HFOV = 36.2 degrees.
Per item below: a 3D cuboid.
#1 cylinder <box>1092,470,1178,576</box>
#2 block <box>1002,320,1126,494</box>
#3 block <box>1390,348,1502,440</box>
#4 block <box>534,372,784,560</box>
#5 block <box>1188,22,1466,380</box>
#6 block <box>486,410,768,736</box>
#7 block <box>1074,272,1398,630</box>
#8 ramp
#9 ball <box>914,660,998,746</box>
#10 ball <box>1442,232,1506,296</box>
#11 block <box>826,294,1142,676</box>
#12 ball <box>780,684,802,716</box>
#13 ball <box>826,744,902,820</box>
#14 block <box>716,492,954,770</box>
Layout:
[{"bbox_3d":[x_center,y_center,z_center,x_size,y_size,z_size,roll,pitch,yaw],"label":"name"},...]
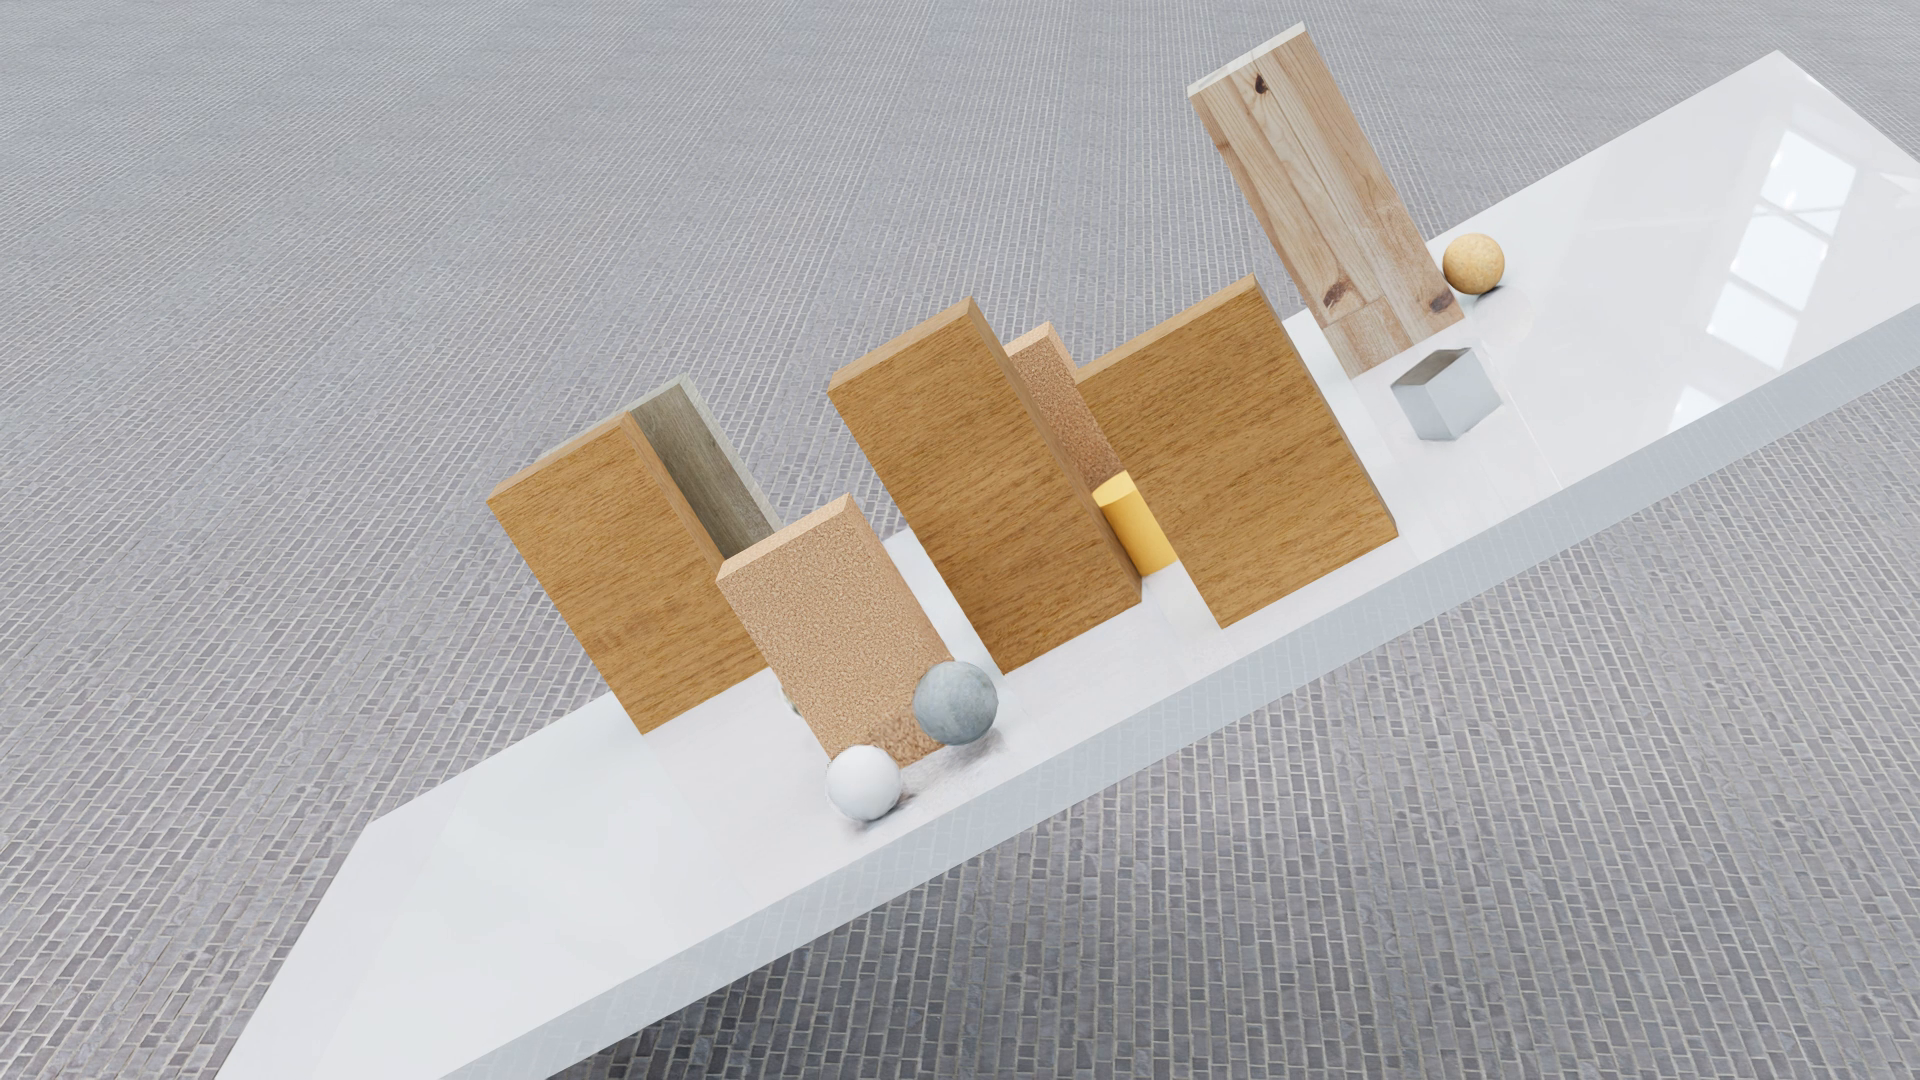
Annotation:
[{"bbox_3d":[0.369,-0.041,5.967,0.171,0.171,0.171,-29,15,8],"label":"cylinder"},{"bbox_3d":[0.150,-0.152,6.149,0.363,0.486,0.120,-29,15,12],"label":"block"},{"bbox_3d":[0.938,-0.281,5.680,0.128,0.128,0.128,-36,15,-17],"label":"block"},{"bbox_3d":[-0.668,-0.016,7.045,0.422,0.651,0.102,-29,15,12],"label":"block"},{"bbox_3d":[0.783,-0.722,6.284,0.279,0.709,0.129,-29,15,12],"label":"block"},{"bbox_3d":[-0.760,0.080,6.879,0.369,0.670,0.126,-29,15,12],"label":"block"},{"bbox_3d":[0.504,-0.158,5.345,0.367,0.538,0.101,-29,15,12],"label":"block"},{"bbox_3d":[0.142,0.168,6.286,4.000,0.100,2.000,-29,15,12],"label":"ramp"},{"bbox_3d":[-0.008,0.306,5.516,0.159,0.159,0.159,0,19,0],"label":"ball"},{"bbox_3d":[1.109,-0.596,6.353,0.134,0.134,0.134,0,19,0],"label":"ball"},{"bbox_3d":[0.054,-0.105,5.813,0.317,0.676,0.146,-29,15,12],"label":"block"},{"bbox_3d":[-0.278,0.286,6.154,0.201,0.201,0.201,0,19,0],"label":"ball"},{"bbox_3d":[-0.180,0.455,5.517,0.143,0.143,0.143,0,19,0],"label":"ball"},{"bbox_3d":[-0.210,0.202,5.683,0.288,0.506,0.116,-29,15,12],"label":"block"}]
